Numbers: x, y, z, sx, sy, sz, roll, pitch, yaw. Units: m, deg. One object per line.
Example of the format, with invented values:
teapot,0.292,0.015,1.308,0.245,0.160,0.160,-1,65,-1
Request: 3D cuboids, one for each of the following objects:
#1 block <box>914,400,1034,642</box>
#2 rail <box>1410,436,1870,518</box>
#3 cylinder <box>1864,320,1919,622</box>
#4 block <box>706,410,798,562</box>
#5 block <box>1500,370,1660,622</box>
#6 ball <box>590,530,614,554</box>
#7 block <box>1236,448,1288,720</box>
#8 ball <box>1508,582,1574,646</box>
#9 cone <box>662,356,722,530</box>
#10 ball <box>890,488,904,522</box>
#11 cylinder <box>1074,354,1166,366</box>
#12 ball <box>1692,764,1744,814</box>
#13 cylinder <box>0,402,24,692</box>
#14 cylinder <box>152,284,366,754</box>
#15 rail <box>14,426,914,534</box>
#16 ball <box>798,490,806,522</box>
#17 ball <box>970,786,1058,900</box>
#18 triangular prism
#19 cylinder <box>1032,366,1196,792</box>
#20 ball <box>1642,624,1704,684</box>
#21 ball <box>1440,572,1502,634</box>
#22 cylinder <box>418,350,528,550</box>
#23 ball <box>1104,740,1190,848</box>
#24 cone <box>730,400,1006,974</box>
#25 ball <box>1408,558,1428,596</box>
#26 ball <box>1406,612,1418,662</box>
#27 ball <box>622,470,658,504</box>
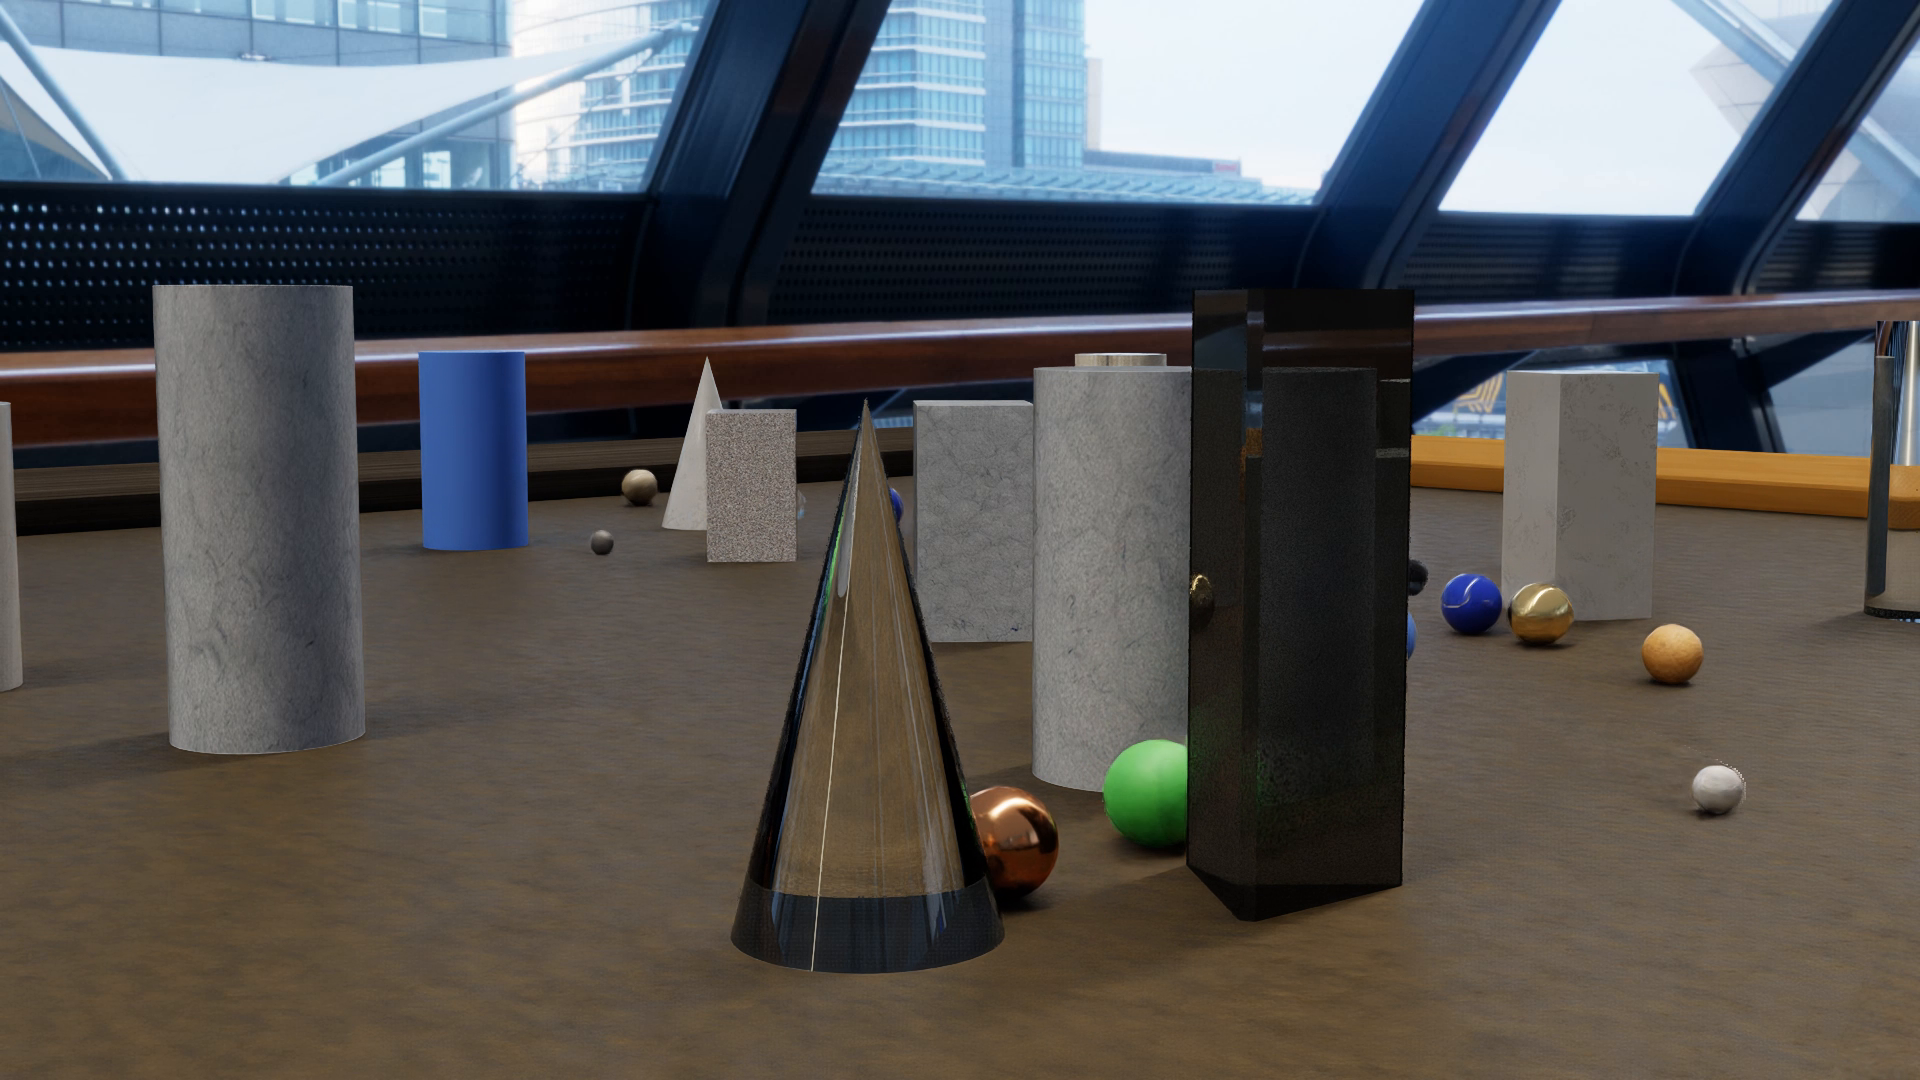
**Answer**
block,0.017,-0.029,3.026,0.157,0.318,0.157,0,6,-3
rail,1.737,-0.133,4.926,0.045,0.128,4.102,-5,8,-42
cylinder,1.430,-0.103,3.200,0.197,0.429,0.197,0,6,0
block,-0.374,-0.100,3.969,0.157,0.263,0.157,0,6,-3
block,0.908,-0.069,3.228,0.157,0.355,0.157,-2,6,-14
ball,-0.656,0.004,4.026,0.044,0.044,0.044,0,6,0
block,0.256,0.046,2.449,0.157,0.289,0.157,-2,6,-17
ball,0.773,0.099,2.928,0.084,0.084,0.084,0,6,0
cone,-0.521,-0.205,4.545,0.197,0.351,0.197,0,6,0
ball,-0.159,-0.064,4.453,0.091,0.091,0.091,0,6,0
cylinder,0.345,-0.225,4.737,0.197,0.351,0.197,0,6,0
ball,0.672,0.221,1.950,0.043,0.043,0.043,0,6,0
cylinder,-1.215,0.008,2.585,0.197,0.335,0.197,0,6,0
cylinder,-0.726,-0.028,2.287,0.197,0.469,0.197,0,6,0
rail,-1.375,-0.122,4.814,4.774,0.128,0.045,-5,8,-42
ball,-0.359,-0.070,4.547,0.083,0.083,0.083,0,6,0
ball,0.032,0.229,1.665,0.086,0.086,0.086,0,6,0
triangular prism,0.231,0.039,1.693,0.170,0.460,0.148,-5,8,-38
cylinder,0.168,0.031,2.110,0.197,0.389,0.197,0,6,0
ball,0.853,0.136,2.632,0.071,0.071,0.071,0,6,0
ball,0.705,0.087,3.034,0.084,0.084,0.084,0,6,0
cylinder,-0.921,-0.173,4.167,0.197,0.367,0.197,0,6,0
ball,0.165,0.211,1.830,0.090,0.090,0.090,0,6,0
cone,-0.066,0.091,1.558,0.197,0.384,0.197,0,6,0
ball,0.701,0.059,3.433,0.058,0.058,0.058,0,6,0
ball,0.513,0.117,2.699,0.096,0.096,0.096,0,6,0
ball,-0.735,-0.122,5.045,0.082,0.082,0.082,0,6,0
